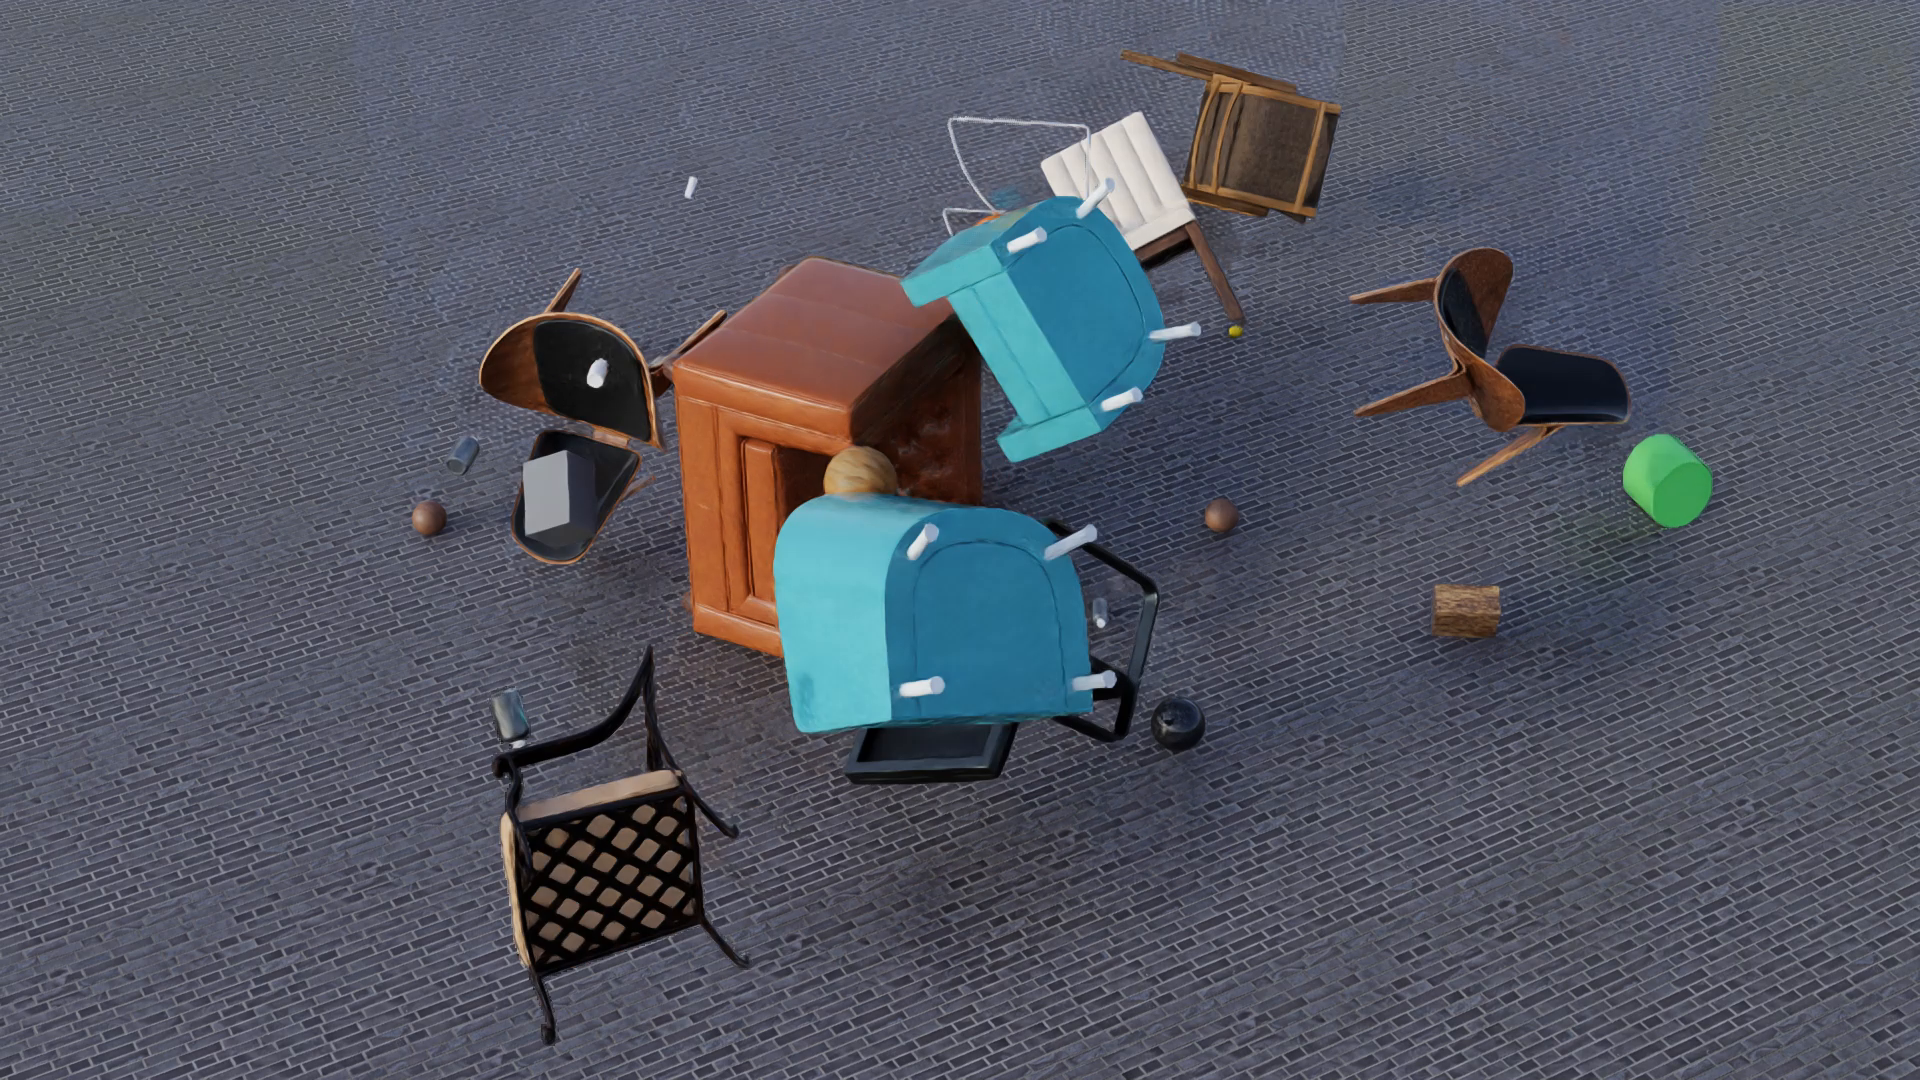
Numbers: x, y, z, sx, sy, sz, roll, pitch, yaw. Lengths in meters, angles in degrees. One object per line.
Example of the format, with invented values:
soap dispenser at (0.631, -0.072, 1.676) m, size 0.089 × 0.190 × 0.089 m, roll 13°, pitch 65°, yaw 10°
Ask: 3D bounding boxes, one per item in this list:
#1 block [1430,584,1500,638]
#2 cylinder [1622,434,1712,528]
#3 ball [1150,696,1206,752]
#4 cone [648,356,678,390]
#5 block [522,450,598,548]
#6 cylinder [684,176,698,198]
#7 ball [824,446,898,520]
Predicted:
block at (1.791, 0.254, 10.395) m, size 0.224 × 0.150 × 0.119 m, roll 2°, pitch 53°, yaw 3°
cylinder at (2.656, -0.221, 11.015) m, size 0.255 × 0.290 × 0.211 m, roll -15°, pitch 36°, yaw -14°
ball at (0.732, 0.617, 9.839) m, size 0.185 × 0.185 × 0.185 m, roll 0°, pitch 33°, yaw 0°
cone at (-1.178, -0.684, 11.926) m, size 0.131 × 0.136 × 0.140 m, roll 26°, pitch 13°, yaw 15°
block at (-1.392, -0.141, 10.215) m, size 0.185 × 0.170 × 0.271 m, roll -15°, pitch 67°, yaw 24°
cylinder at (-1.075, -1.409, 11.722) m, size 0.032 × 0.081 × 0.045 m, roll 17°, pitch -2°, yaw -28°
ball at (-0.301, -0.173, 8.874) m, size 0.225 × 0.225 × 0.225 m, roll 0°, pitch 33°, yaw 0°
